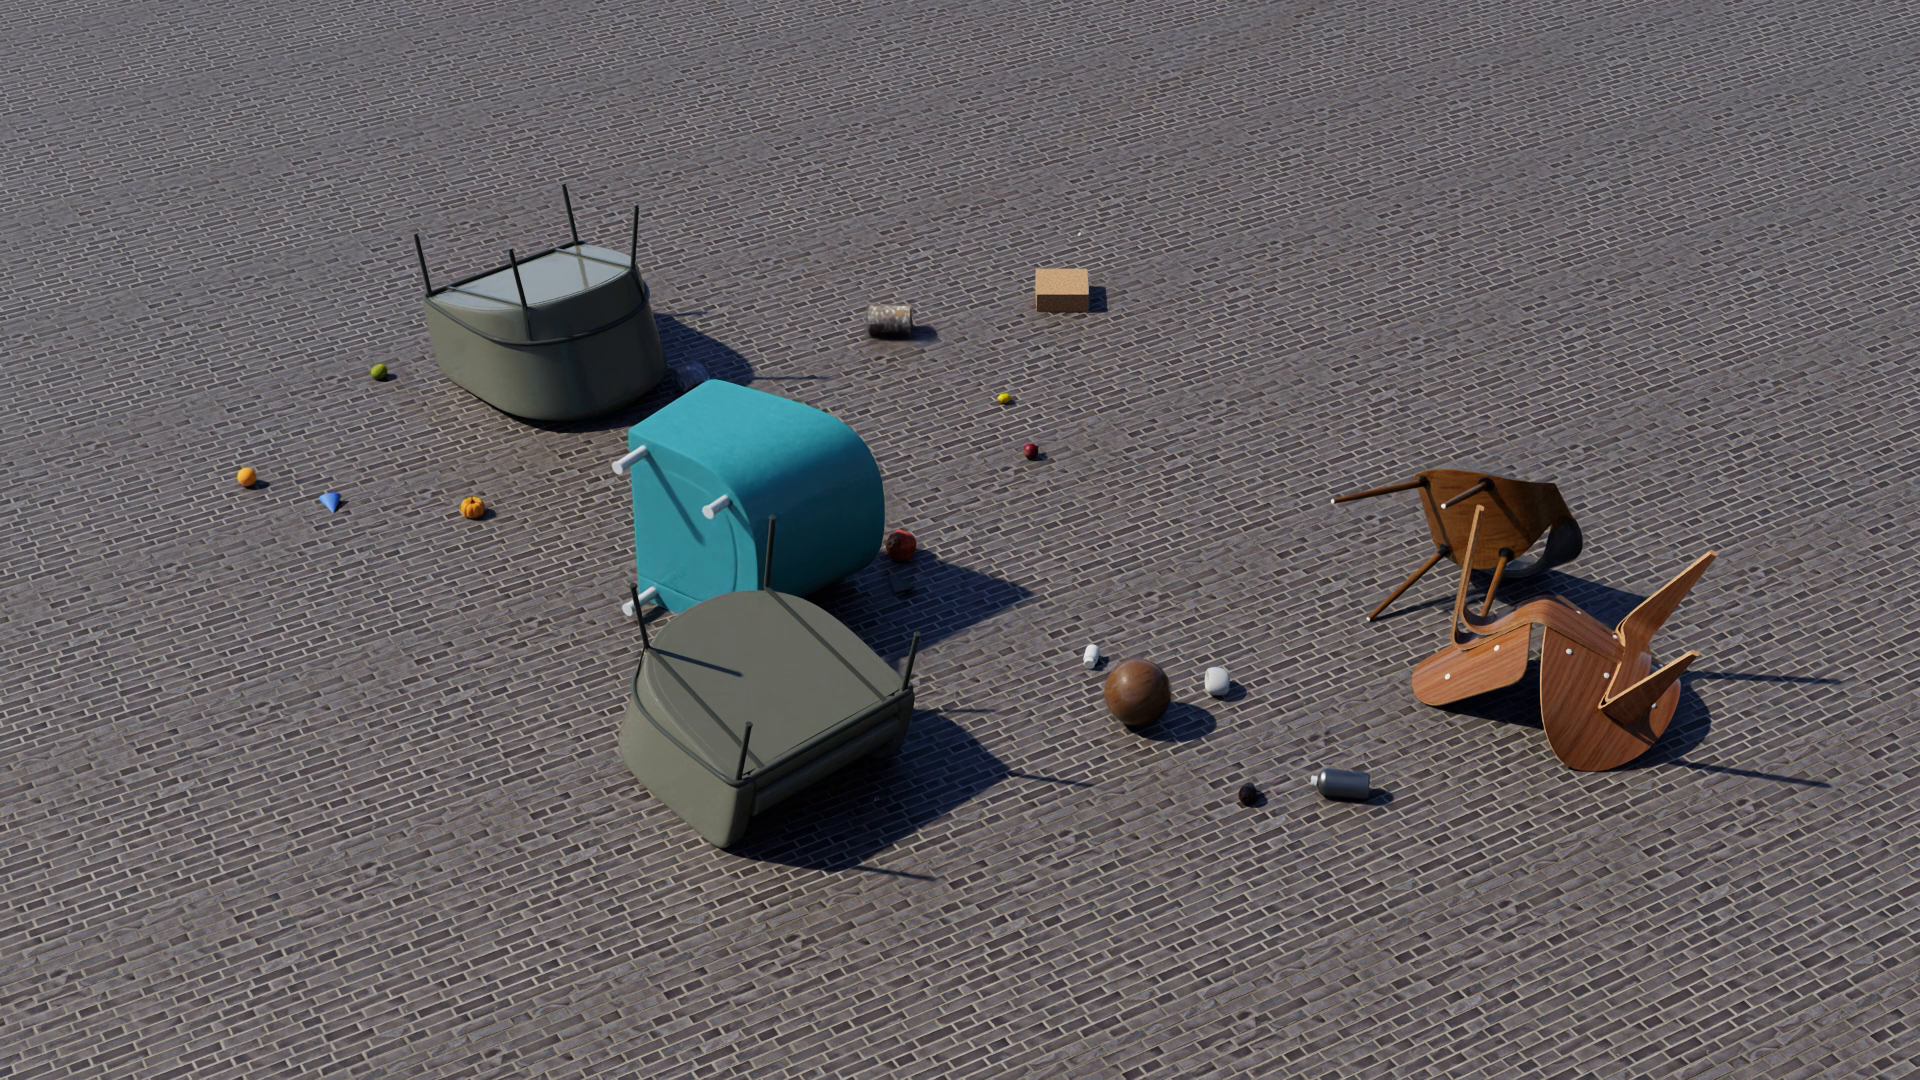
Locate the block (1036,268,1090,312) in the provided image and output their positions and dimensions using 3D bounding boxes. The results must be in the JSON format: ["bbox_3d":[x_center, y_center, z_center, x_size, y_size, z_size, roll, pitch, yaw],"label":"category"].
[{"bbox_3d":[0.434,-1.063,12.482,0.220,0.084,0.229,0,33,0],"label":"block"}]

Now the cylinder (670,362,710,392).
[{"bbox_3d":[-1.093,-0.662,11.874,0.111,0.080,0.121,-20,46,-27],"label":"cylinder"}]

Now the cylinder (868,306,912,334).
[{"bbox_3d":[-0.291,-0.917,12.232,0.172,0.113,0.134,2,19,3],"label":"cylinder"}]

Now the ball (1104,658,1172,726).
[{"bbox_3d":[0.604,0.517,9.951,0.230,0.230,0.230,0,33,0],"label":"ball"}]

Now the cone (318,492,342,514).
[{"bbox_3d":[-2.383,-0.131,11.122,0.085,0.049,0.086,-9,50,-16],"label":"cone"}]

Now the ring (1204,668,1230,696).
[{"bbox_3d":[0.889,0.488,10.129,0.074,0.083,0.121,7,35,-7],"label":"ring"}]

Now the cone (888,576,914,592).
[{"bbox_3d":[-0.227,0.172,10.659,0.121,0.062,0.050,20,70,25],"label":"cone"}]
